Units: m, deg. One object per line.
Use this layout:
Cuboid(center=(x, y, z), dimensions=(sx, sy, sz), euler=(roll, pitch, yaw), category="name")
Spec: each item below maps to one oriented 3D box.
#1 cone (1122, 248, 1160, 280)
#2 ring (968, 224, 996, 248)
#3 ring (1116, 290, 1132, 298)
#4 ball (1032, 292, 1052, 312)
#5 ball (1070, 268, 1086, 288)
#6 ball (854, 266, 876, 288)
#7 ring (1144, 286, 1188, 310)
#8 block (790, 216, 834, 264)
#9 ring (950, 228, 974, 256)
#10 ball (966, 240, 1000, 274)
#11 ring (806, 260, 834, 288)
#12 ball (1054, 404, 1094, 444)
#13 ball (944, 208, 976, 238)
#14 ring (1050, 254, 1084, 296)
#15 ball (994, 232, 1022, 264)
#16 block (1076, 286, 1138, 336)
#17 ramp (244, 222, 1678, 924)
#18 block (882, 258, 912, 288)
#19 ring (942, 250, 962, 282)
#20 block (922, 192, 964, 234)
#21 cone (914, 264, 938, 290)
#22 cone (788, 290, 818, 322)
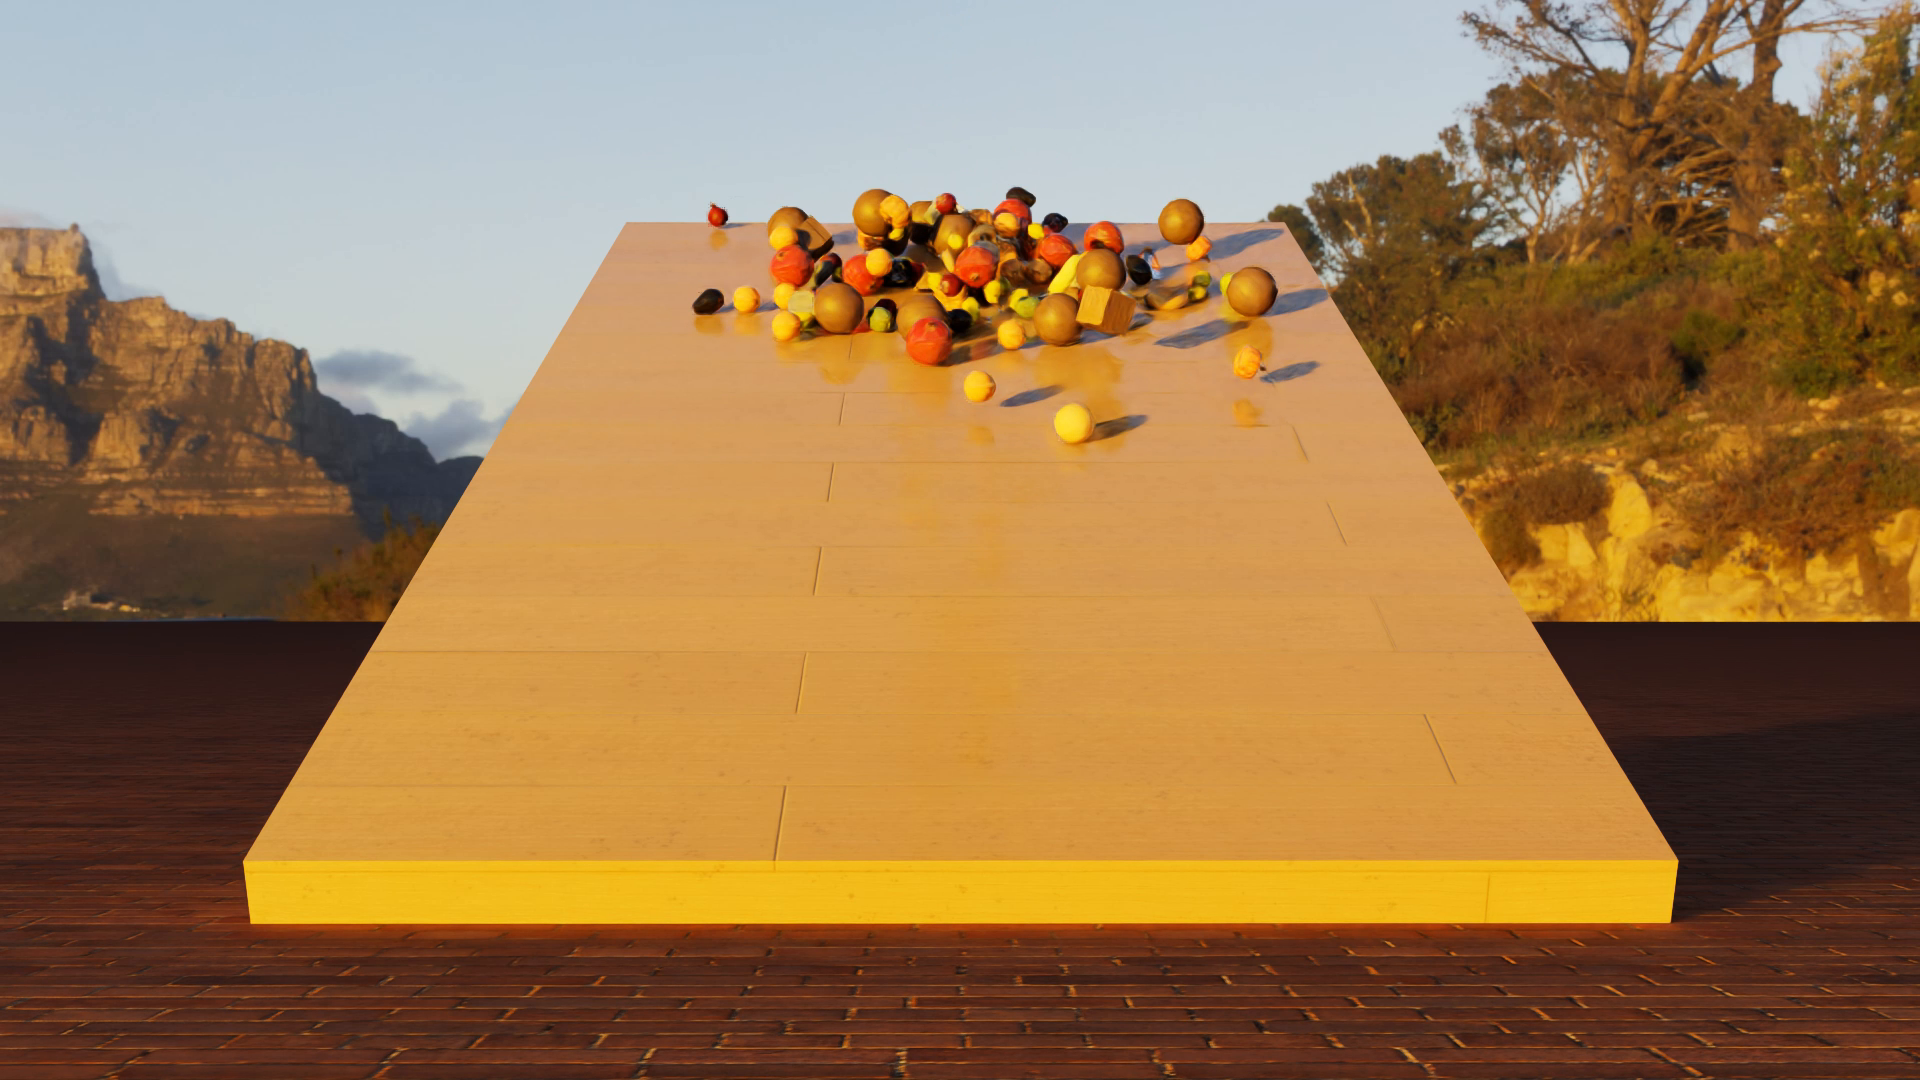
Cuboid(center=(0.489, -0.746, 6.276), dimensions=(0.095, 0.095, 0.095), euler=(-20, -11, 27), category="cone")
Cuboid(center=(0.060, -0.828, 6.268), dimensions=(0.092, 0.092, 0.031), euler=(2, 31, -44), category="ring")
Cuboid(center=(0.411, -0.633, 5.993), dimensions=(0.094, 0.031, 0.094), euler=(0, 20, 0), category="ring")
Cuboid(center=(0.215, -0.618, 5.925), dimensions=(0.050, 0.050, 0.050), euler=(0, -2, 0), category="ball")
Cuboid(center=(0.310, -0.715, 6.164), dimensions=(0.063, 0.063, 0.063), euler=(0, -2, 0), category="ball")
Cuboid(center=(-0.255, -0.711, 6.156), dimensions=(0.061, 0.061, 0.061), euler=(0, -2, 0), category="ball")
Cuboid(center=(0.544, -0.638, 5.995), dimensions=(0.117, 0.039, 0.117), euler=(0, 25, 0), category="ring")
Cuboid(center=(-0.395, -0.799, 6.072), dimensions=(0.080, 0.080, 0.080), euler=(-43, -9, -9), category="block")
Cuboid(center=(0.029, -0.849, 6.485), dimensions=(0.111, 0.111, 0.037), euler=(0, -44, -3), category="ring")
Cuboid(center=(0.062, -0.749, 6.031), dimensions=(0.090, 0.090, 0.090), euler=(0, -2, 0), category="ball")
Cuboid(center=(-0.378, -0.718, 6.155), dimensions=(0.031, 0.094, 0.094), euler=(43, -20, -20), category="ring")
Cuboid(center=(0.246, -0.251, 4.903), dimensions=(0.086, 0.086, 0.086), euler=(0, -2, 0), category="ball")
Cuboid(center=(-0.006, -0.928, 6.676), dimensions=(0.099, 0.099, 0.099), euler=(0, -2, 0), category="ball")
Cuboid(center=(0.279, -0.691, 5.955), dimensions=(0.042, 0.127, 0.127), euler=(36, -4, -2), category="ring")
Cuboid(center=(0.128, -0.818, 6.394), dimensions=(0.088, 0.088, 0.088), euler=(0, -2, 0), category="ball")
Cuboid(center=(0.347, -0.543, 5.401), dimensions=(0.090, 0.090, 0.090), euler=(19, -2, -40), category="block")
Cuboid(center=(-0.005, -0.212, 5.061), dimensions=(2.000, 0.100, 4.000), euler=(0, 21, 0), category="ramp")
Cuboid(center=(-0.171, -0.717, 6.121), dimensions=(0.060, 0.060, 0.060), euler=(1, -11, -27), category="block")
Cuboid(center=(-0.022, -0.749, 6.217), dimensions=(0.031, 0.094, 0.094), euler=(-22, -5, 7), category="ring")
Cuboid(center=(-0.047, -0.925, 6.444), dimensions=(0.075, 0.075, 0.075), euler=(35, -9, -13), category="block")
Cuboid(center=(-0.093, -0.705, 6.107), dimensions=(0.068, 0.068, 0.068), euler=(-1, 5, 0), category="cone")
Cuboid(center=(-0.393, -0.596, 5.882), dimensions=(0.083, 0.083, 0.083), euler=(-1, -7, 17), category="cone")
